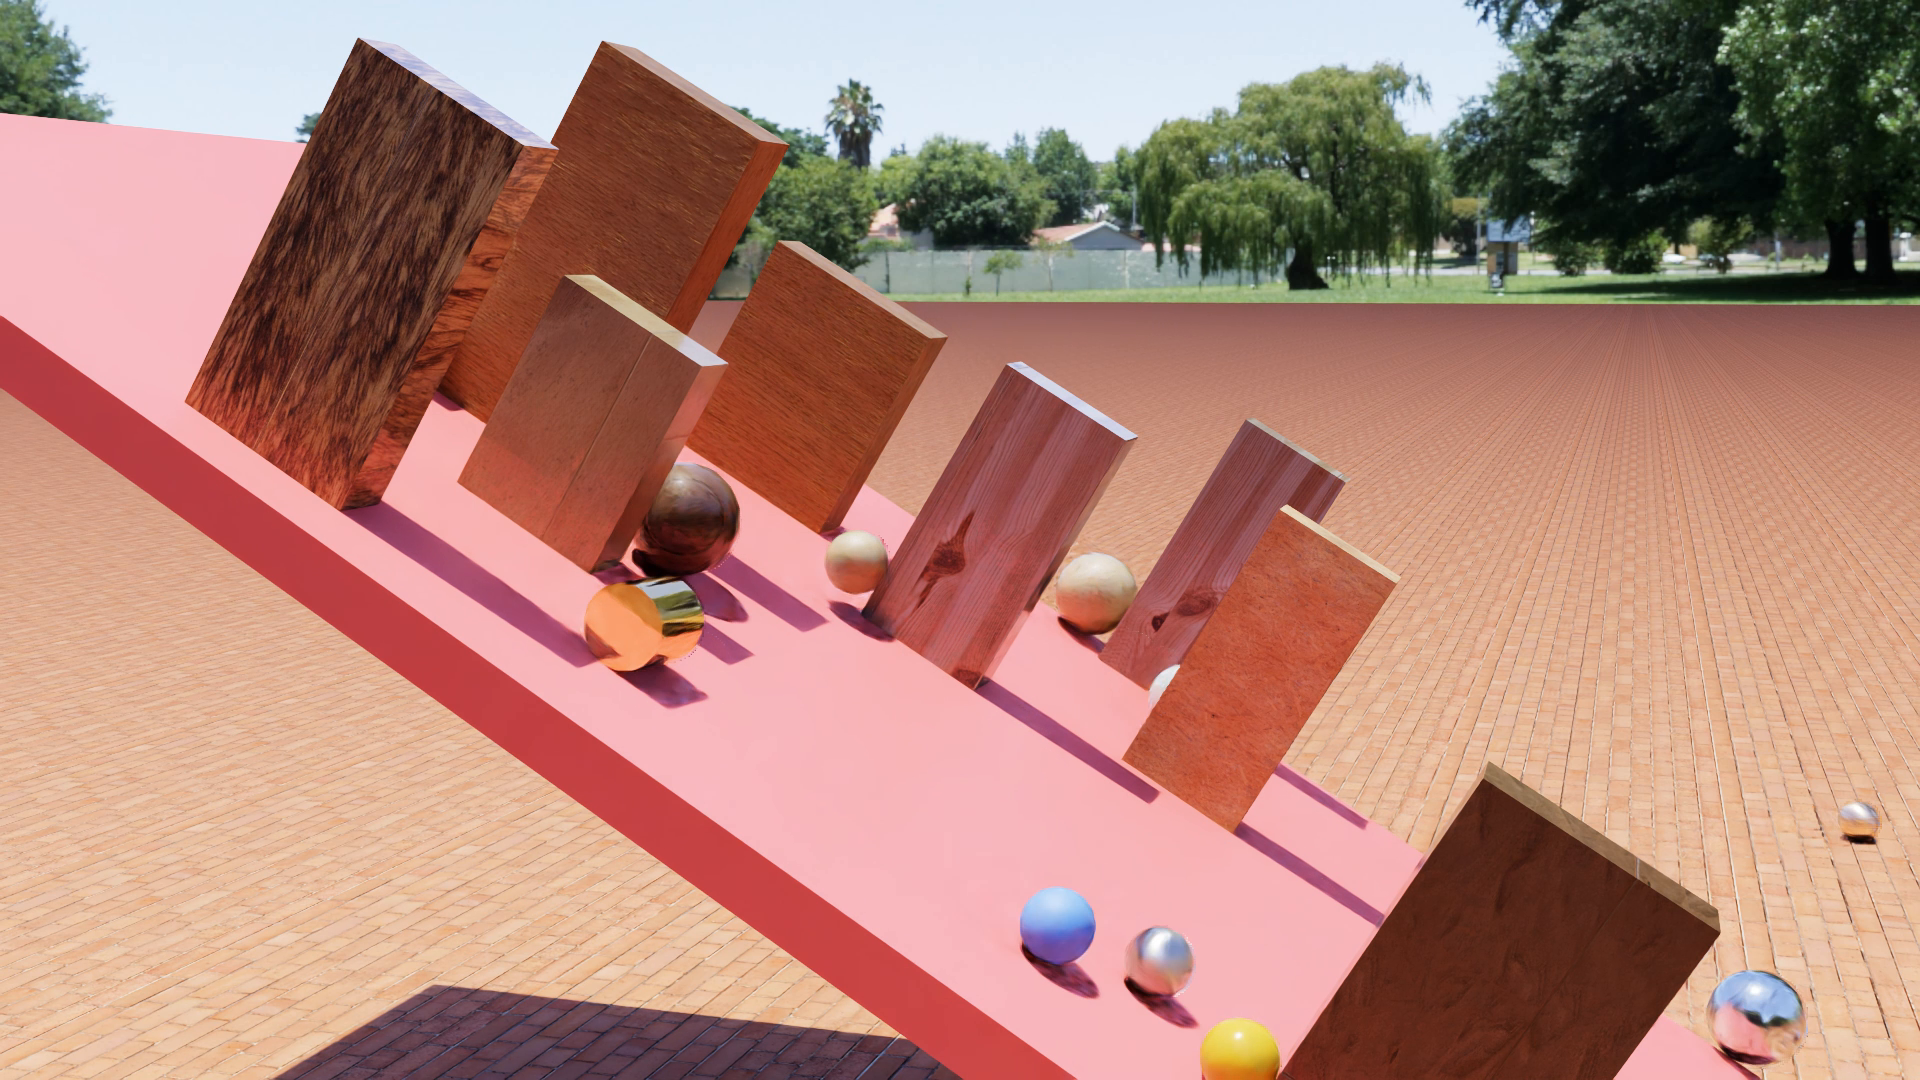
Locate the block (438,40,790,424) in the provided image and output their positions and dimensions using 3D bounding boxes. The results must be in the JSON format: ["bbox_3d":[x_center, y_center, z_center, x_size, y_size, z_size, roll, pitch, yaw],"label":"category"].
[{"bbox_3d":[-0.659,-0.509,4.093,0.357,0.730,0.142,34,15,11],"label":"block"}]

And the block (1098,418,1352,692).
[{"bbox_3d":[0.574,0.065,4.812,0.253,0.626,0.087,34,15,11],"label":"block"}]

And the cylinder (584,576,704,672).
[{"bbox_3d":[-0.498,0.130,3.470,0.138,0.138,0.138,3,5,21],"label":"cylinder"}]

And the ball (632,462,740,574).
[{"bbox_3d":[-0.491,-0.038,3.917,0.200,0.200,0.200,0,7,0],"label":"ball"}]

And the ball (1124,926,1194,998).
[{"bbox_3d":[0.306,0.650,3.386,0.108,0.108,0.108,0,7,0],"label":"ball"}]

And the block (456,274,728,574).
[{"bbox_3d":[-0.629,-0.199,3.756,0.290,0.413,0.113,34,15,11],"label":"block"}]

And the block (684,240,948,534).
[{"bbox_3d":[-0.319,-0.323,4.638,0.386,0.480,0.126,34,15,11],"label":"block"}]

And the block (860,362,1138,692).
[{"bbox_3d":[0.072,-0.026,4.239,0.270,0.573,0.107,34,15,11],"label":"block"}]

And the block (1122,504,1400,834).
[{"bbox_3d":[0.583,0.252,4.283,0.260,0.590,0.089,34,15,11],"label":"block"}]

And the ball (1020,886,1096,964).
[{"bbox_3d":[0.146,0.578,3.298,0.115,0.115,0.115,0,7,0],"label":"ball"}]

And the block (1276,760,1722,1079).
[{"bbox_3d":[0.746,0.680,3.152,0.374,0.611,0.117,34,15,11],"label":"block"}]

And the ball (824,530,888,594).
[{"bbox_3d":[-0.200,0.043,4.236,0.124,0.124,0.124,0,7,0],"label":"ball"}]

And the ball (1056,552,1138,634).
[{"bbox_3d":[0.308,0.122,4.967,0.185,0.185,0.185,0,7,0],"label":"ball"}]

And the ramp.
[{"bbox_3d":[-0.166,0.273,4.119,4.000,0.100,2.000,34,15,11],"label":"ramp"}]

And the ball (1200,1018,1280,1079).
[{"bbox_3d":[0.409,0.758,3.213,0.117,0.117,0.117,0,7,0],"label":"ball"}]

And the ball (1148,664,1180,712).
[{"bbox_3d":[0.473,0.339,4.650,0.152,0.152,0.152,0,7,0],"label":"ball"}]

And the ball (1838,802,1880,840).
[{"bbox_3d":[2.946,0.921,7.209,0.127,0.127,0.127,0,7,0],"label":"ball"}]

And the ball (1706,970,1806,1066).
[{"bbox_3d":[1.708,1.025,4.717,0.204,0.204,0.204,0,7,0],"label":"ball"}]

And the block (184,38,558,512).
[{"bbox_3d":[-0.918,-0.407,3.412,0.320,0.647,0.111,34,15,11],"label":"block"}]
